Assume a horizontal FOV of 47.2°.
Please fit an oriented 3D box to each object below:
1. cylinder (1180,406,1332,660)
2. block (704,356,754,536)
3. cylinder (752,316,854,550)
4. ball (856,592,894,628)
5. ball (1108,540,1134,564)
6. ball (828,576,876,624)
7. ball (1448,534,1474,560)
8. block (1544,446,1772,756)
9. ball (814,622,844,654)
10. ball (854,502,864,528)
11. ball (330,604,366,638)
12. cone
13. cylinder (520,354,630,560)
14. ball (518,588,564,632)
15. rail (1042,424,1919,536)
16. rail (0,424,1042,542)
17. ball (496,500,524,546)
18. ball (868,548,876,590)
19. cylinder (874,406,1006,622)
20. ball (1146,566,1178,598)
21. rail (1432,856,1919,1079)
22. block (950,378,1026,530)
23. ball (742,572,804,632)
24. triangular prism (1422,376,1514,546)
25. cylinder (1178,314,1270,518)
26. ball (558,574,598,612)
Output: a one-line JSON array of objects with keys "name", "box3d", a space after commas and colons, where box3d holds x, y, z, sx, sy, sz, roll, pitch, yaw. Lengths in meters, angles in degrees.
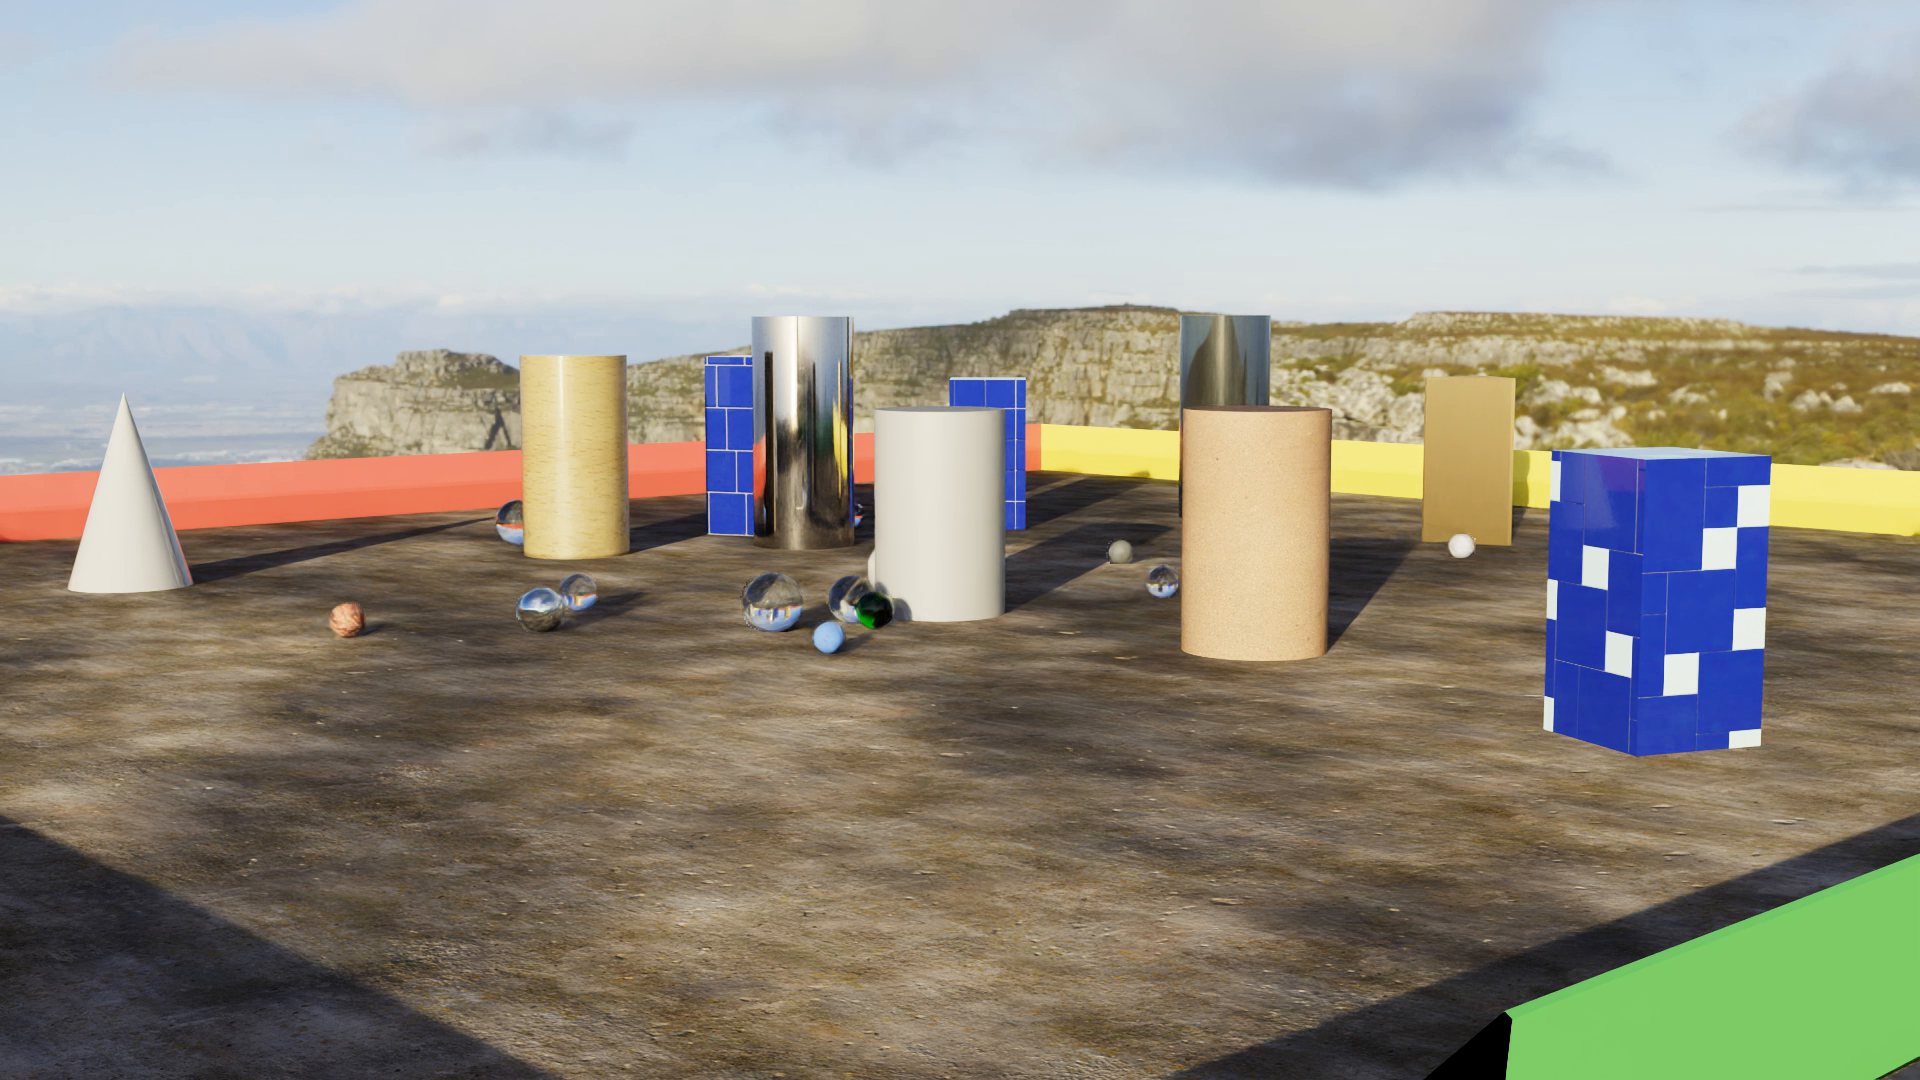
[{"name": "cylinder", "box3d": [0.386, -0.014, 2.868, 0.192, 0.315, 0.192, 0, 6, 0]}, {"name": "block", "box3d": [-0.401, -0.190, 4.379, 0.154, 0.350, 0.154, 3, 7, 23]}, {"name": "cylinder", "box3d": [-0.295, -0.205, 4.143, 0.192, 0.430, 0.192, 0, 6, 0]}, {"name": "ball", "box3d": [-0.118, 0.098, 3.067, 0.052, 0.052, 0.052, 0, 6, 0]}, {"name": "ball", "box3d": [0.281, 0.021, 3.837, 0.043, 0.043, 0.043, 0, 6, 0]}, {"name": "ball", "box3d": [-0.152, 0.084, 3.118, 0.069, 0.069, 0.069, 0, 6, 0]}, {"name": "ball", "box3d": [0.895, 0.011, 3.922, 0.046, 0.046, 0.046, 0, 6, 0]}, {"name": "block", "box3d": [0.719, 0.058, 2.277, 0.154, 0.297, 0.154, -2, 6, -21]}, {"name": "ball", "box3d": [-0.170, 0.127, 2.846, 0.041, 0.041, 0.041, 0, 6, 0]}, {"name": "ball", "box3d": [-0.222, -0.051, 4.481, 0.053, 0.053, 0.053, 0, 6, 0]}, {"name": "ball", "box3d": [-0.832, 0.109, 2.988, 0.046, 0.046, 0.046, 0, 6, 0]}, {"name": "cone", "box3d": [-1.338, -0.082, 3.534, 0.192, 0.313, 0.192, 0, 6, 0]}, {"name": "cylinder", "box3d": [-0.699, -0.155, 3.995, 0.192, 0.361, 0.192, 0, 6, 0]}, {"name": "ball", "box3d": [-0.577, 0.097, 3.031, 0.062, 0.062, 0.062, 0, 6, 0]}, {"name": "rail", "box3d": [1.489, -0.111, 4.699, 0.045, 0.125, 3.778, -6, 8, -42]}, {"name": "rail", "box3d": [-1.265, -0.111, 4.695, 4.100, 0.125, 0.045, -6, 8, -42]}, {"name": "ball", "box3d": [-0.830, -0.033, 4.139, 0.087, 0.087, 0.087, 0, 6, 0]}, {"name": "ball", "box3d": [-0.094, 0.045, 3.363, 0.096, 0.096, 0.096, 0, 6, 0]}, {"name": "cylinder", "box3d": [-0.029, -0.042, 3.220, 0.192, 0.299, 0.192, 0, 6, 0]}, {"name": "ball", "box3d": [0.312, 0.065, 3.388, 0.050, 0.050, 0.050, 0, 6, 0]}, {"name": "rail", "box3d": [1.265, 0.176, 1.969, 4.100, 0.125, 0.045, -6, 8, -42]}, {"name": "block", "box3d": [0.057, -0.180, 4.509, 0.154, 0.302, 0.154, 0, 6, 1]}, {"name": "ball", "box3d": [-0.258, 0.086, 3.030, 0.083, 0.083, 0.083, 0, 6, 0]}, {"name": "triangular prism", "box3d": [0.991, -0.157, 4.231, 0.166, 0.314, 0.144, 3, 7, 24]}, {"name": "cylinder", "box3d": [0.565, -0.264, 4.702, 0.192, 0.431, 0.192, 0, 6, 0]}, {"name": "ball", "box3d": [-0.563, 0.077, 3.241, 0.056, 0.056, 0.056, 0, 6, 0]}]
